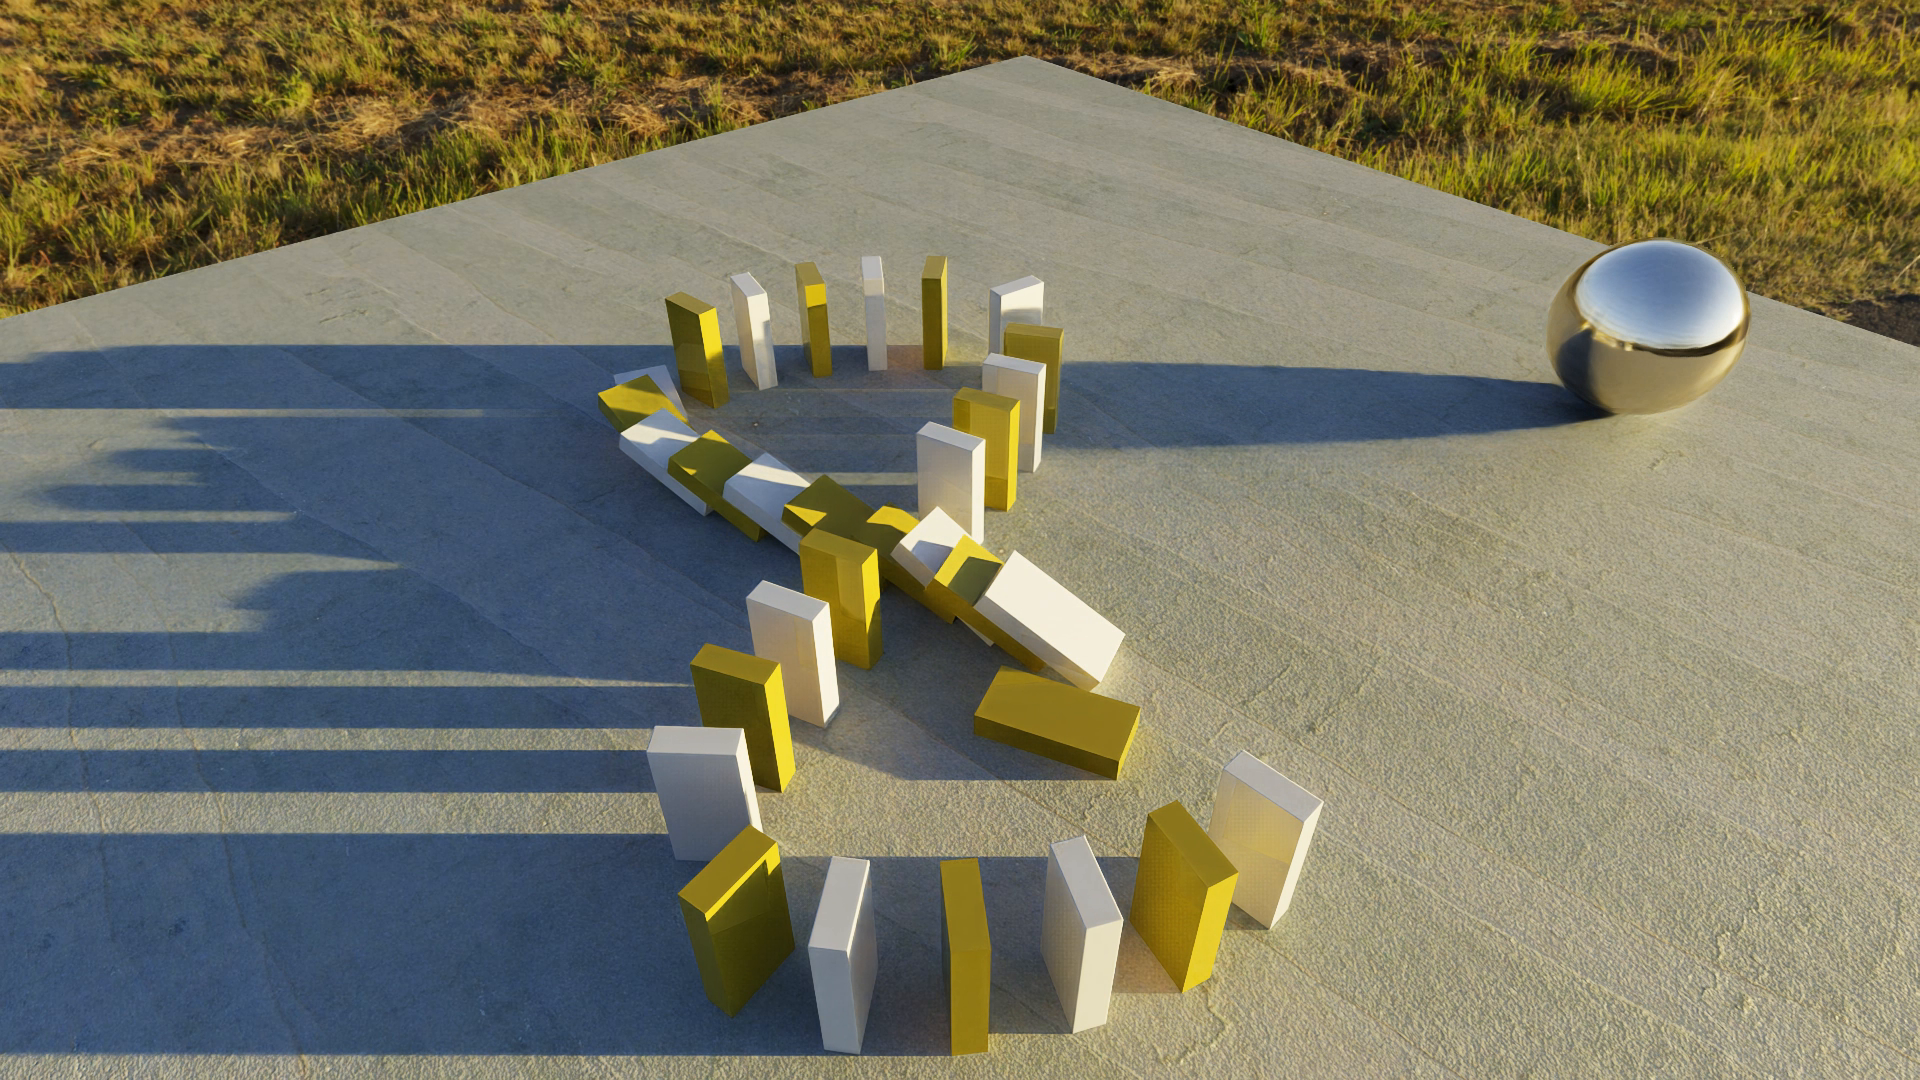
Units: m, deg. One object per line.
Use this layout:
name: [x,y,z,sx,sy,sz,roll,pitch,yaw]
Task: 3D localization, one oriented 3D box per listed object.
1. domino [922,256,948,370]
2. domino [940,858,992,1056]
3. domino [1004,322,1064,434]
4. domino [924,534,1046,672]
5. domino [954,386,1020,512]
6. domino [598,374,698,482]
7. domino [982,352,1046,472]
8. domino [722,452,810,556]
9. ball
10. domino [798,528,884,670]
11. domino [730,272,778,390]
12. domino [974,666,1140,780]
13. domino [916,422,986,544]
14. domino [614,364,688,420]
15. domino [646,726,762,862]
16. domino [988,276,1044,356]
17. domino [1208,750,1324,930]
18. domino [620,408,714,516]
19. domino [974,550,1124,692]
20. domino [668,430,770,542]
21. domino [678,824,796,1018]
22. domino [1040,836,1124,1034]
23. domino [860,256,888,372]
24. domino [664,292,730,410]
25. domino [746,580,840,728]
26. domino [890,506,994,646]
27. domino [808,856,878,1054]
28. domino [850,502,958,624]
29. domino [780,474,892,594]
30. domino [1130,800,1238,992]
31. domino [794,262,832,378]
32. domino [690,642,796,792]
domino: [-0.013,-0.113,0.550,0.010,0.050,0.025,3,39,4]
domino: [0.001,0.107,0.281,0.010,0.050,0.025,-4,40,-5]
domino: [0.033,-0.073,0.501,0.025,0.050,0.010,9,40,10]
domino: [0.014,0.023,0.396,0.050,0.010,0.025,36,49,-2]
domino: [0.011,-0.037,0.457,0.025,0.050,0.010,16,42,19]
domino: [-0.137,-0.050,0.492,0.025,0.009,0.050,-30,68,-32]
domino: [0.023,-0.055,0.478,0.025,0.050,0.010,15,42,17]
domino: [-0.069,-0.013,0.447,0.050,0.010,0.025,36,49,11]
ball: [0.315,-0.097,0.507,0.080,0.080,0.080,0,39,0]
domino: [-0.041,0.021,0.385,0.025,0.050,0.010,18,43,20]
domino: [-0.100,-0.101,0.535,0.010,0.050,0.025,-19,43,-21]
domino: [0.033,0.061,0.369,0.050,0.010,0.025,15,42,18]
domino: [-0.004,-0.020,0.436,0.025,0.050,0.010,20,43,23]
domino: [-0.147,-0.065,0.523,0.025,0.010,0.050,-15,42,-18]
domino: [-0.073,0.075,0.320,0.025,0.050,0.010,1,39,2]
domino: [0.027,-0.101,0.534,0.025,0.050,0.009,-24,45,-26]
domino: [0.083,0.085,0.308,0.025,0.050,0.009,32,49,33]
domino: [-0.119,-0.034,0.472,0.050,0.010,0.025,37,49,12]
domino: [0.032,0.029,0.389,0.050,0.010,0.025,37,48,-1]
domino: [-0.094,-0.023,0.459,0.050,0.009,0.025,37,49,12]
domino: [-0.058,0.101,0.289,0.009,0.050,0.025,24,45,27]
domino: [0.031,0.103,0.286,0.009,0.050,0.025,-11,41,-13]
domino: [-0.043,-0.113,0.549,0.009,0.050,0.025,-4,40,-5]
domino: [-0.124,-0.090,0.521,0.025,0.050,0.009,29,47,30]
domino: [-0.055,0.039,0.364,0.025,0.050,0.010,17,42,20]
domino: [0.001,0.013,0.408,0.050,0.010,0.025,42,49,3]
domino: [-0.029,0.107,0.281,0.010,0.050,0.025,5,40,6]
domino: [-0.015,0.008,0.422,0.050,0.010,0.025,34,48,12]
domino: [-0.043,-0.003,0.435,0.050,0.009,0.025,36,48,11]
domino: [0.059,0.096,0.294,0.009,0.050,0.025,-19,43,-21]
domino: [-0.072,-0.109,0.544,0.009,0.050,0.025,-12,41,-14]
domino: [-0.067,0.056,0.343,0.025,0.050,0.009,13,41,15]
